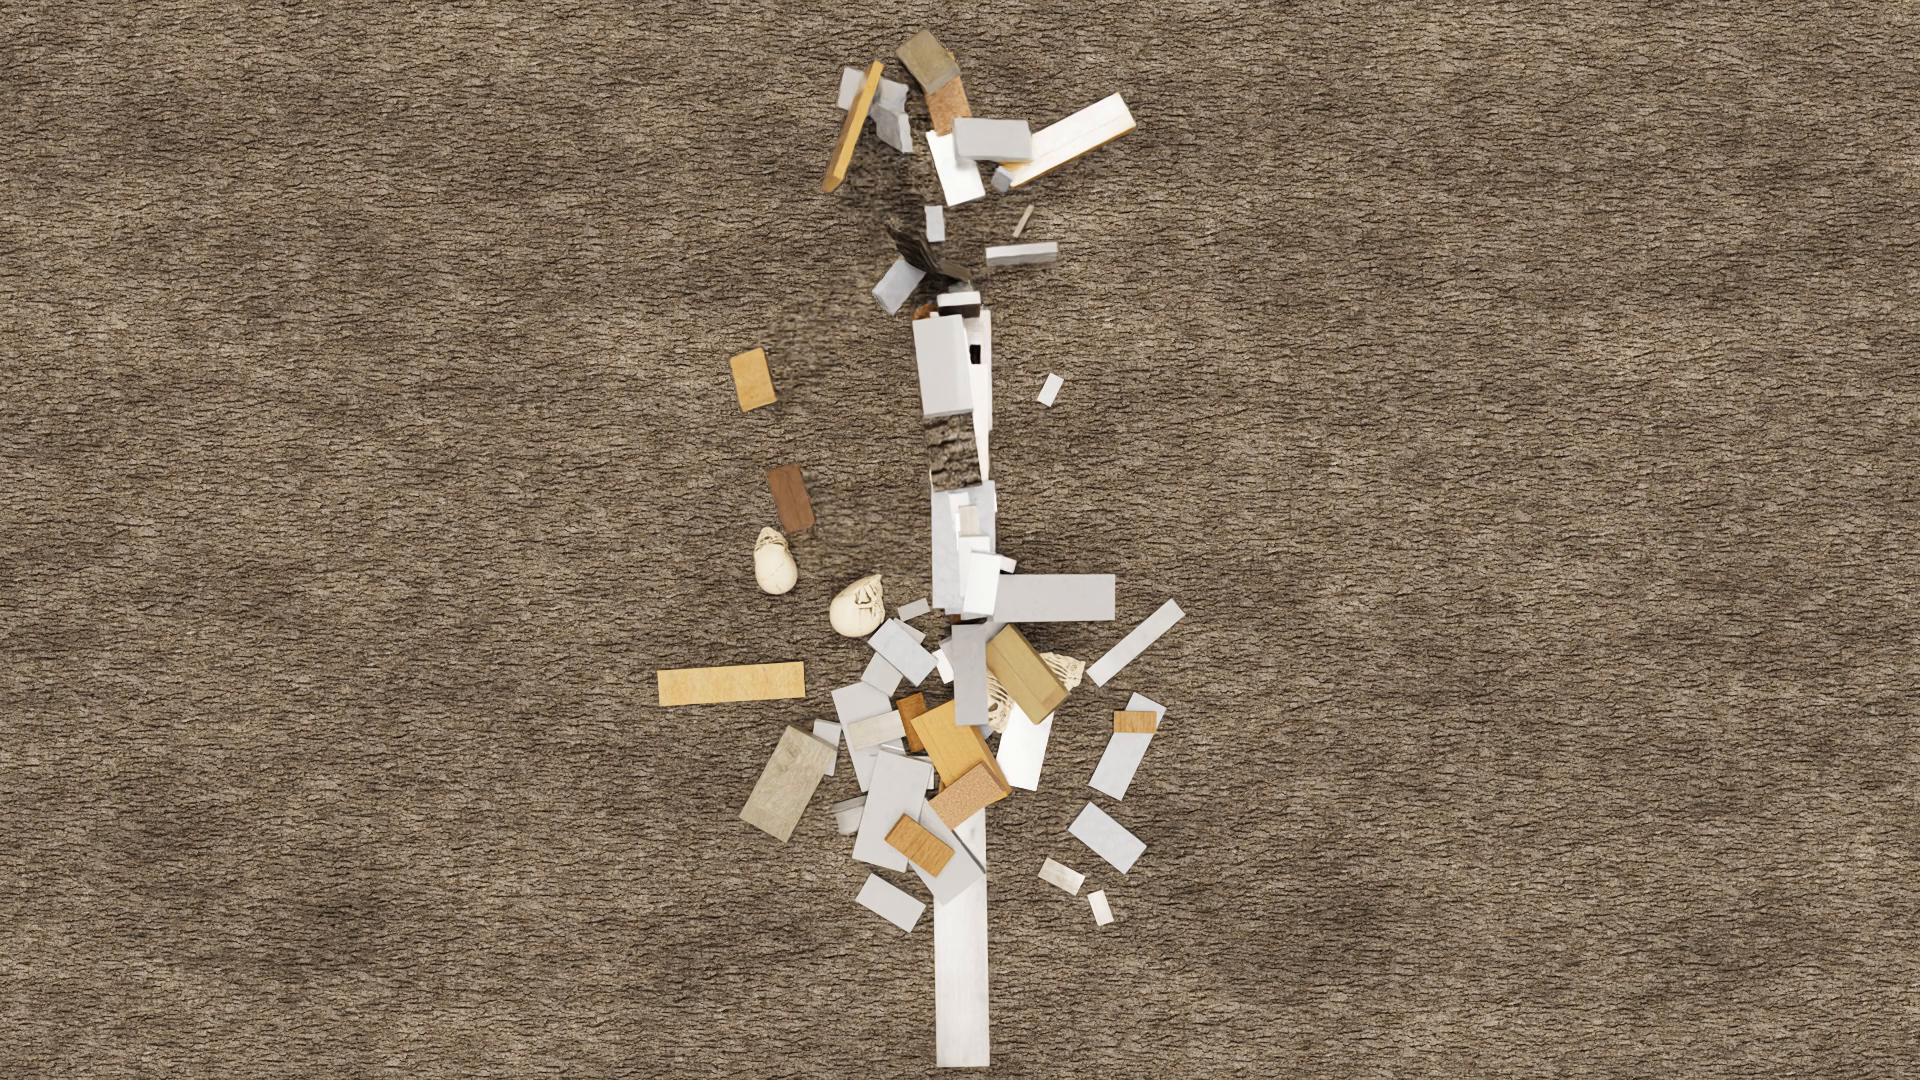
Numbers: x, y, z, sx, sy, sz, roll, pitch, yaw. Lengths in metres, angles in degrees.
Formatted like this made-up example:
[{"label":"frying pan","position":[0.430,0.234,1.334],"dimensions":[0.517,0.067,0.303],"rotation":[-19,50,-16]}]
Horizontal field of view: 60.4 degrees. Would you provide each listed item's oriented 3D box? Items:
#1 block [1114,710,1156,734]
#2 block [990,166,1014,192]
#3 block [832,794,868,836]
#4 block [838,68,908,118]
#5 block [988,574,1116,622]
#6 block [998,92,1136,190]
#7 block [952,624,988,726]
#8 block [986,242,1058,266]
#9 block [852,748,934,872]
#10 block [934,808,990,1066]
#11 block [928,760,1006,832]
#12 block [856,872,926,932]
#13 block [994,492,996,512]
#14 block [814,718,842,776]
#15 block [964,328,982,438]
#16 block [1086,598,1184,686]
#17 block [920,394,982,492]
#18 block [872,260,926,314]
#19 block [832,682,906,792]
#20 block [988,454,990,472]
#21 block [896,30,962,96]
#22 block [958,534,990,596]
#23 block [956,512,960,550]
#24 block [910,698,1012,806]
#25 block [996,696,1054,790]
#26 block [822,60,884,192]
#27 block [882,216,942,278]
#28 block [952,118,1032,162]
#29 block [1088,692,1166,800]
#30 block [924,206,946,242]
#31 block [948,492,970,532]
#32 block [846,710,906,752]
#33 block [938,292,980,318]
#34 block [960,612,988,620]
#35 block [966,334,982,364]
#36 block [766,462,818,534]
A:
[{"label":"block","position":[0.579,0.602,5.456],"dimensions":[0.141,0.020,0.071],"rotation":[2,90,0]},{"label":"block","position":[0.139,-1.188,5.441],"dimensions":[0.058,0.116,0.016],"rotation":[35,75,-2]},{"label":"block","position":[-0.308,0.899,5.485],"dimensions":[0.212,0.030,0.106],"rotation":[-16,90,0]},{"label":"block","position":[-0.286,-1.452,5.394],"dimensions":[0.257,0.036,0.128],"rotation":[27,114,33]},{"label":"block","position":[0.300,0.188,5.373],"dimensions":[0.460,0.043,0.151],"rotation":[0,90,-28]},{"label":"block","position":[0.349,-1.323,5.475],"dimensions":[0.458,0.036,0.128],"rotation":[-27,84,0]},{"label":"block","position":[0.032,0.437,5.336],"dimensions":[0.106,0.030,0.327],"rotation":[-2,74,-2]},{"label":"block","position":[0.202,-0.942,5.441],"dimensions":[0.231,0.116,0.033],"rotation":[-5,84,0]},{"label":"block","position":[-0.219,0.882,5.388],"dimensions":[0.179,0.051,0.364],"rotation":[14,92,6]},{"label":"block","position":[0.003,1.307,5.475],"dimensions":[0.175,0.049,0.866],"rotation":[-1,90,0]},{"label":"block","position":[0.022,0.832,5.364],"dimensions":[0.239,0.034,0.120],"rotation":[-40,87,22]},{"label":"block","position":[-0.230,1.204,5.485],"dimensions":[0.212,0.030,0.106],"rotation":[31,90,0]},{"label":"block","position":[0.014,-0.097,4.648],"dimensions":[0.170,0.339,0.048],"rotation":[-4,90,0]},{"label":"block","position":[-0.448,0.686,5.461],"dimensions":[0.089,0.025,0.178],"rotation":[11,105,5]},{"label":"block","position":[-0.028,-0.412,4.440],"dimensions":[0.132,0.037,0.291],"rotation":[-9,90,0]},{"label":"block","position":[0.583,0.342,5.490],"dimensions":[0.374,0.020,0.071],"rotation":[-40,90,0]},{"label":"block","position":[-0.023,-0.267,4.403],"dimensions":[0.132,0.037,0.264],"rotation":[-8,90,0]},{"label":"block","position":[-0.184,-0.866,5.424],"dimensions":[0.033,0.116,0.231],"rotation":[30,78,35]},{"label":"block","position":[-0.292,0.641,5.475],"dimensions":[0.175,0.049,0.349],"rotation":[-17,90,0]},{"label":"block","position":[0.002,-0.207,4.661],"dimensions":[0.158,0.315,0.045],"rotation":[-4,90,0]},{"label":"block","position":[-0.105,-1.559,5.378],"dimensions":[0.129,0.036,0.257],"rotation":[-35,49,4]},{"label":"block","position":[0.039,0.069,4.399],"dimensions":[0.081,0.023,0.163],"rotation":[-1,105,0]},{"label":"block","position":[0.015,-0.025,4.409],"dimensions":[0.051,0.014,0.102],"rotation":[-4,105,-1]},{"label":"block","position":[0.004,0.705,5.390],"dimensions":[0.179,0.051,0.358],"rotation":[-28,91,22]},{"label":"block","position":[0.212,0.667,5.479],"dimensions":[0.151,0.043,0.302],"rotation":[13,90,0]},{"label":"block","position":[-0.341,-1.313,5.236],"dimensions":[0.034,0.118,0.432],"rotation":[23,72,-19]},{"label":"block","position":[-0.147,-0.912,5.127],"dimensions":[0.118,0.237,0.034],"rotation":[30,80,28]},{"label":"block","position":[0.104,-1.309,5.398],"dimensions":[0.257,0.036,0.129],"rotation":[-2,80,-19]},{"label":"block","position":[0.555,0.684,5.483],"dimensions":[0.120,0.034,0.343],"rotation":[26,90,0]},{"label":"block","position":[-0.083,-1.052,5.492],"dimensions":[0.058,0.016,0.116],"rotation":[-4,90,0]},{"label":"block","position":[0.002,-0.074,4.423],"dimensions":[0.051,0.014,0.102],"rotation":[-7,90,0]},{"label":"block","position":[-0.276,0.627,5.438],"dimensions":[0.178,0.025,0.089],"rotation":[-17,90,0]},{"label":"block","position":[-0.003,-0.682,4.809],"dimensions":[0.121,0.242,0.034],"rotation":[-5,88,0]},{"label":"block","position":[0.209,0.191,5.368],"dimensions":[0.473,0.023,0.081],"rotation":[-6,93,-30]},{"label":"block","position":[0.000,-0.542,4.809],"dimensions":[0.121,0.242,0.034],"rotation":[-1,76,0]},{"label":"block","position":[-0.558,-0.139,5.482],"dimensions":[0.106,0.030,0.212],"rotation":[-18,90,4]}]
